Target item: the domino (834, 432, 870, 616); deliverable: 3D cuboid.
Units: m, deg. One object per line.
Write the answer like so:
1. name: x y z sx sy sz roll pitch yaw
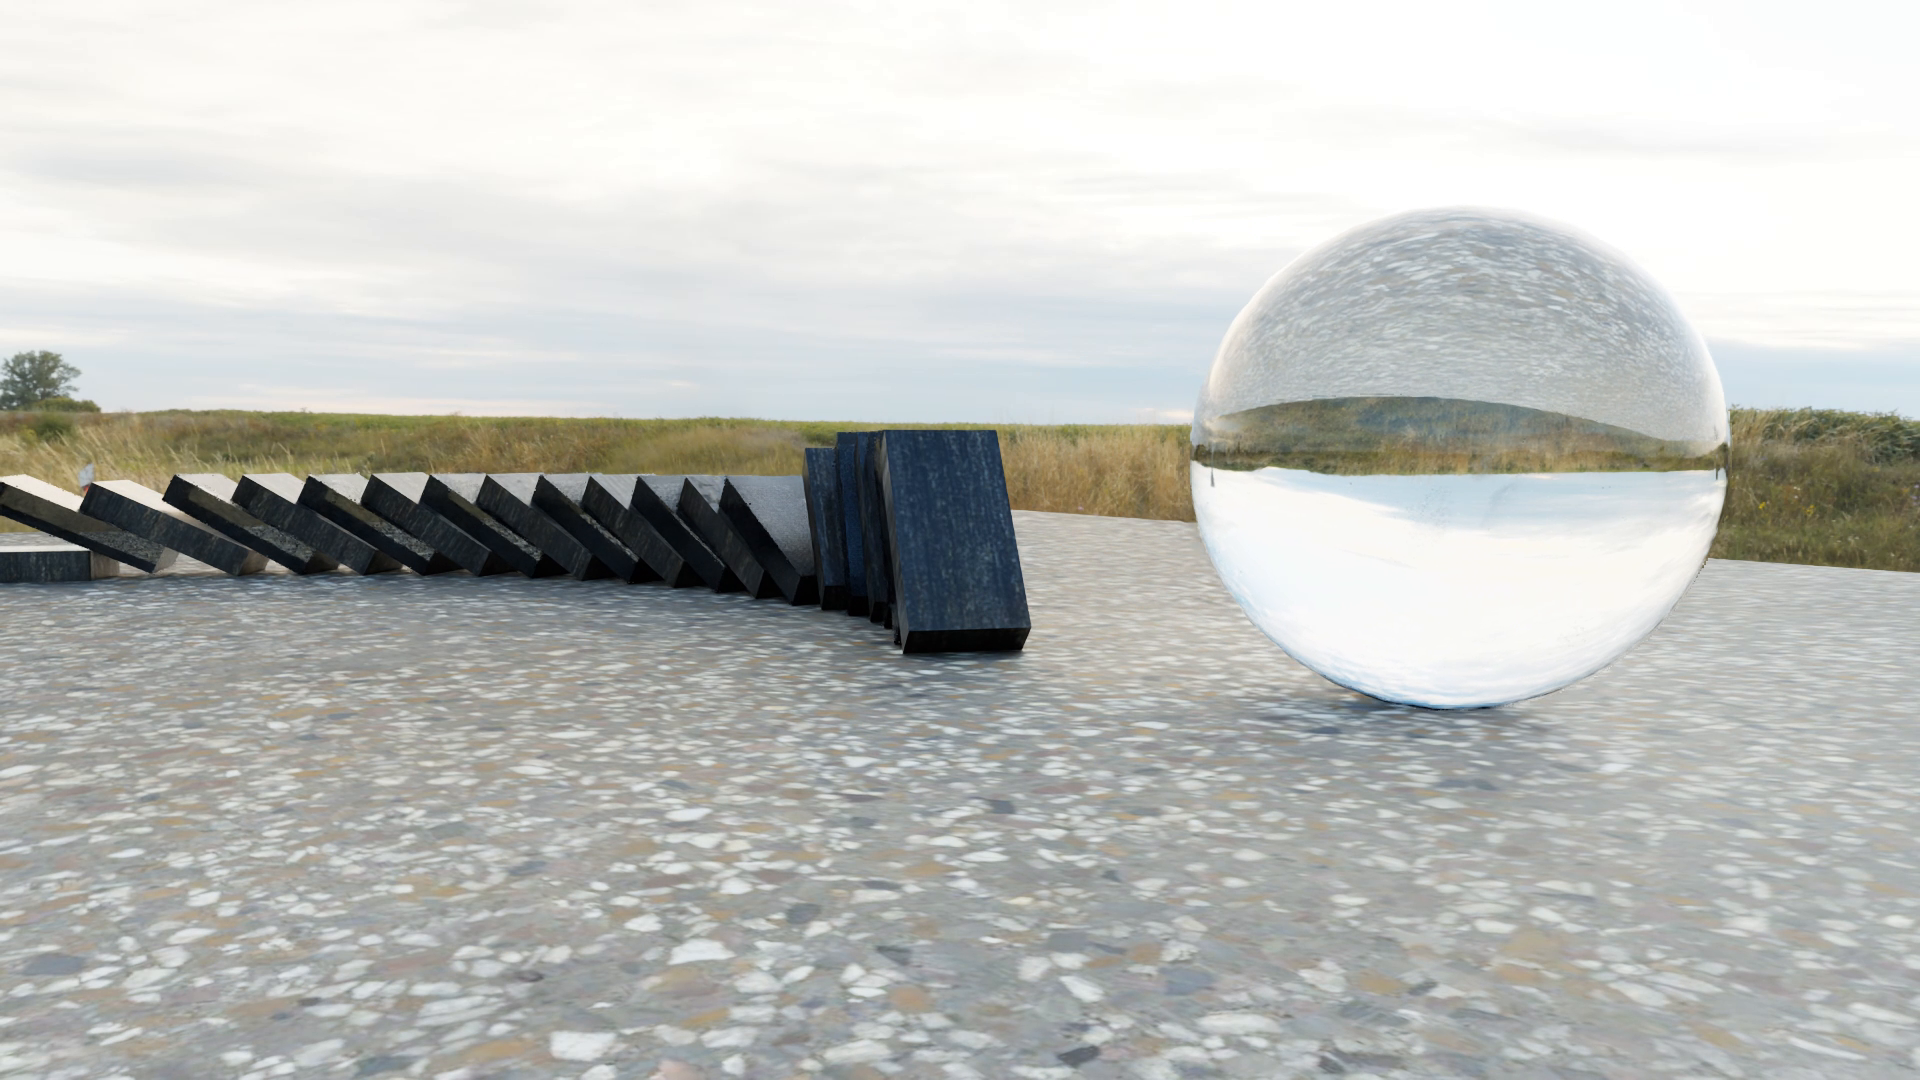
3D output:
1. domino: -0.018 -0.005 0.330 0.025 0.050 0.009 -1 -33 -12

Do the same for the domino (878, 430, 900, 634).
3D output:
1. domino: -0.004 -0.003 0.296 0.025 0.050 0.010 0 -33 -11

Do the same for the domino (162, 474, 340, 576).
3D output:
1. domino: -0.232 -0.006 0.425 0.050 0.009 0.025 29 3 -2

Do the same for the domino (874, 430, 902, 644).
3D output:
1. domino: -0.004 -0.001 0.284 0.025 0.050 0.010 -1 -33 -12

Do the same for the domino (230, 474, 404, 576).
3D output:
1. domino: -0.211 -0.006 0.427 0.050 0.010 0.025 29 6 2

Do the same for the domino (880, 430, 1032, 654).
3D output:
1. domino: -0.002 -0.001 0.272 0.025 0.050 0.009 -1 -33 -12

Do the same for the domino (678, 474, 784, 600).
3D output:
1. domino: -0.059 -0.002 0.373 0.025 0.010 0.050 -4 35 -40

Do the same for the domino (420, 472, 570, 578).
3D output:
1. domino: -0.149 -0.005 0.422 0.050 0.010 0.025 32 14 16

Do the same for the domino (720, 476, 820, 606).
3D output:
1. domino: -0.045 -0.001 0.359 0.025 0.009 0.050 -3 35 -36

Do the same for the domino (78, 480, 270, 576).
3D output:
1. domino: -0.254 -0.004 0.418 0.050 0.010 0.025 26 -1 -11

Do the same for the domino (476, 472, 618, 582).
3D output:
1. domino: -0.129 -0.005 0.416 0.050 0.009 0.025 33 17 20

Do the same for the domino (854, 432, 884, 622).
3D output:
1. domino: -0.012 -0.004 0.319 0.025 0.050 0.009 -1 -33 -12

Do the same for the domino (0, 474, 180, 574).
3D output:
1. domino: -0.278 -0.005 0.409 0.050 0.009 0.025 26 -3 -18

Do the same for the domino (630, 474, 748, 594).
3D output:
1. domino: -0.075 -0.003 0.387 0.025 0.009 0.050 -5 36 -46

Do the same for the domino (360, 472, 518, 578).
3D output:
1. domino: -0.169 -0.006 0.426 0.050 0.010 0.025 31 11 11

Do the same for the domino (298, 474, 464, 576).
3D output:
1. domino: -0.190 -0.006 0.427 0.050 0.010 0.025 30 8 6

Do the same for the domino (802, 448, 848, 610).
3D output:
1. domino: -0.027 -0.004 0.344 0.025 0.009 0.050 -1 48 -15

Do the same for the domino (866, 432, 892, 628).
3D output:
1. domino: -0.008 -0.003 0.307 0.025 0.050 0.009 -1 -33 -12

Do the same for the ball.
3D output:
1. ball: 0.077 -0.013 0.206 0.080 0.080 0.080 0 4 0

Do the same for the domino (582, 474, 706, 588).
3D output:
1. domino: -0.092 -0.004 0.398 0.050 0.009 0.025 37 25 30

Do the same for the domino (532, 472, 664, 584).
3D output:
1. domino: -0.110 -0.004 0.408 0.050 0.009 0.025 36 21 25

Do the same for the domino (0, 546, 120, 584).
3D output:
1. domino: -0.298 0.008 0.404 0.050 0.010 0.025 -1 4 -15
